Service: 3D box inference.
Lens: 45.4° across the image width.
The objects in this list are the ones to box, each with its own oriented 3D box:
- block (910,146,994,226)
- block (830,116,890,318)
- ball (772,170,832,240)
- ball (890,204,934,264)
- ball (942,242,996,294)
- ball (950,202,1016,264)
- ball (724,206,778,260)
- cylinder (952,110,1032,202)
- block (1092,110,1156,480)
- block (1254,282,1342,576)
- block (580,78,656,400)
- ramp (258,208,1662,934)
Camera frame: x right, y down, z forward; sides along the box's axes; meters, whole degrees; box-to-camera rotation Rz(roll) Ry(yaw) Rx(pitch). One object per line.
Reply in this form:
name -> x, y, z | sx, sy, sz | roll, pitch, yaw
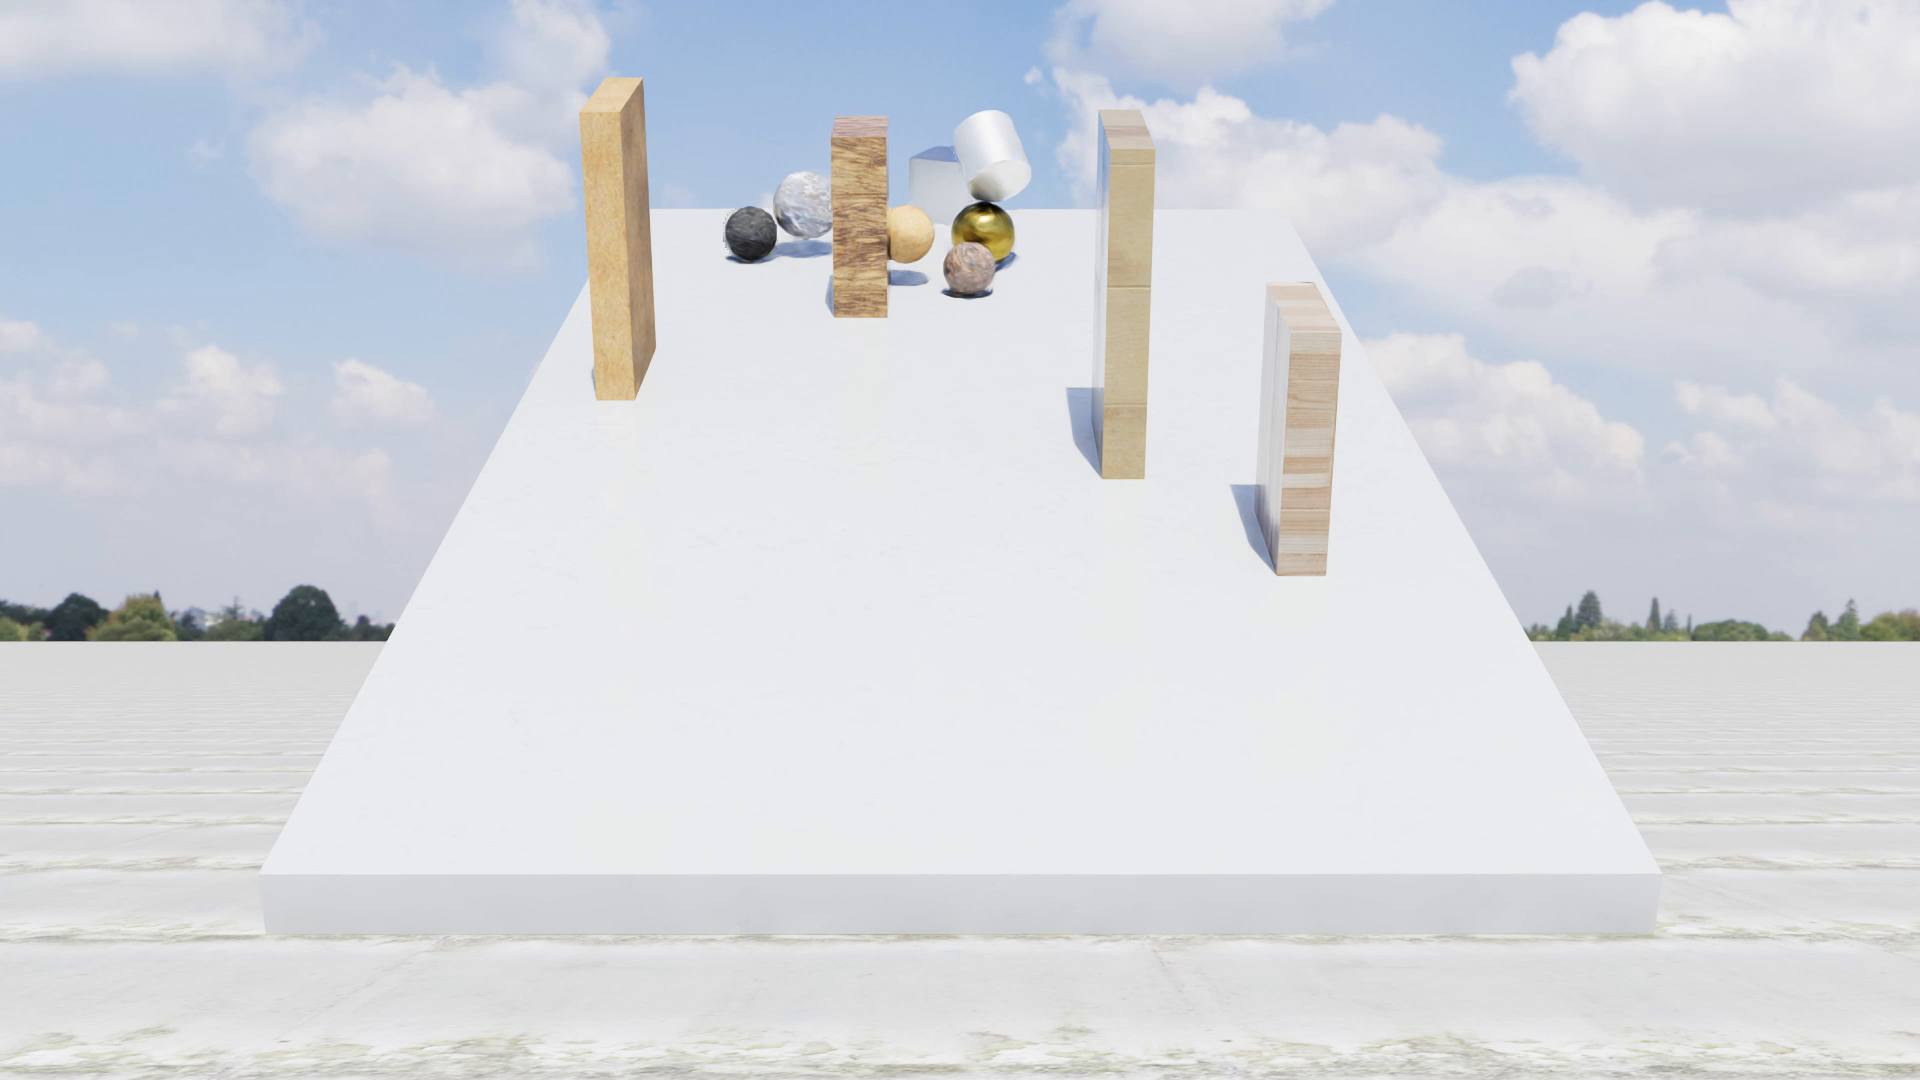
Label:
block -> -0.024, -1.057, 6.847 | 0.191, 0.191, 0.191 | 10, 24, 22
block -> -0.254, -0.837, 5.924 | 0.138, 0.466, 0.272 | 0, 22, 0
ball -> -0.431, -0.941, 6.443 | 0.191, 0.191, 0.191 | 0, -2, 0
ball -> -0.146, -0.820, 6.150 | 0.157, 0.157, 0.157 | 0, -2, 0
ball -> 0.025, -0.720, 6.069 | 0.142, 0.142, 0.142 | 0, -2, 0
ball -> 0.064, -0.842, 6.326 | 0.179, 0.179, 0.179 | 0, -2, 0
ball -> -0.582, -0.856, 6.399 | 0.148, 0.148, 0.148 | 0, -2, 0
cylinder -> 0.087, -1.052, 6.292 | 0.177, 0.177, 0.177 | -14, -28, -8
block -> 0.340, -0.522, 4.831 | 0.089, 0.693, 0.399 | 0, 22, 0
block -> 0.639, -0.216, 4.360 | 0.092, 0.474, 0.343 | 0, 22, 0
block -> -0.789, -0.703, 5.322 | 0.088, 0.662, 0.413 | 0, 22, 0
ramp -> -0.006, -0.219, 5.141 | 2.000, 0.100, 4.000 | 0, 22, 0
